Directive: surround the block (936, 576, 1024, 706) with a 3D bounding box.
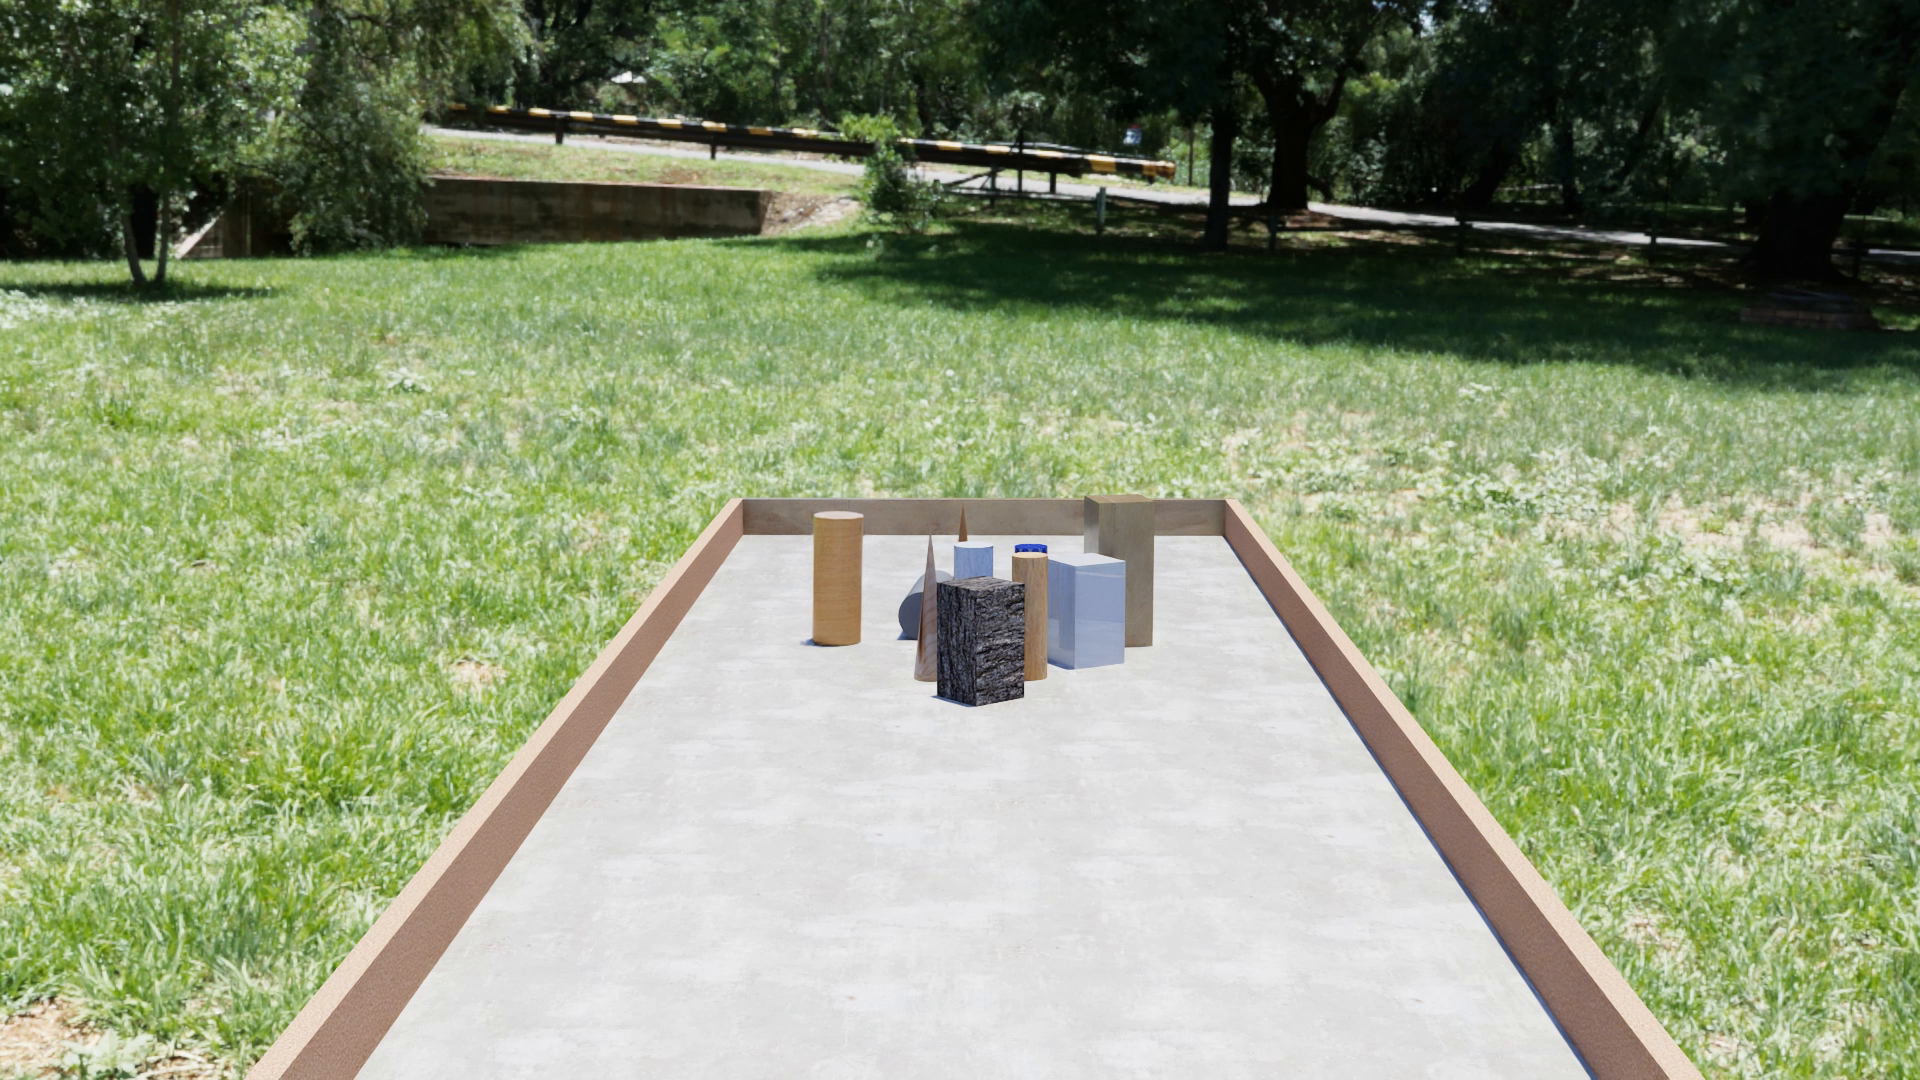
[{"bbox_3d":[0.058,0.282,6.189,0.175,0.326,0.175,-7,12,-39],"label":"block"}]

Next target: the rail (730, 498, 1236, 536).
[{"bbox_3d":[0.099,-0.098,9.147,2.100,0.150,0.050,0,9,1],"label":"rail"}]

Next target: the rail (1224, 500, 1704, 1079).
[{"bbox_3d":[1.046,0.843,3.208,0.050,0.150,12.000,0,9,1],"label":"rail"}]

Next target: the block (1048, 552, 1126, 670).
[{"bbox_3d":[0.376,0.213,6.662,0.179,0.313,0.179,-5,10,-29],"label":"block"}]

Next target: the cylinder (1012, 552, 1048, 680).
[{"bbox_3d":[0.204,0.223,6.438,0.105,0.364,0.105,0,9,0],"label":"cylinder"}]

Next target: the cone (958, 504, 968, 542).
[{"bbox_3d":[0.009,0.097,6.982,0.111,0.442,0.111,0,9,0],"label":"cone"}]

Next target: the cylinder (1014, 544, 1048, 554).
[{"bbox_3d":[0.223,0.173,6.930,0.104,0.310,0.104,0,9,0],"label":"cylinder"}]

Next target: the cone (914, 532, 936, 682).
[{"bbox_3d":[-0.086,0.183,6.417,0.102,0.451,0.102,0,9,0],"label":"cone"}]

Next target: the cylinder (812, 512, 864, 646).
[{"bbox_3d":[-0.387,0.121,6.946,0.156,0.403,0.156,1,9,0],"label":"cylinder"}]

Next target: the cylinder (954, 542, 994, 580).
[{"bbox_3d":[0.041,0.189,6.680,0.120,0.356,0.120,0,9,0],"label":"cylinder"}]

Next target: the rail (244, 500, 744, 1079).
[{"bbox_3d":[-1.004,0.839,3.234,0.050,0.150,12.000,0,9,1],"label":"rail"}]

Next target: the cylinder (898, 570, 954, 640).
[{"bbox_3d":[-0.098,0.210,7.184,0.157,0.157,0.414,1,9,6],"label":"cylinder"}]

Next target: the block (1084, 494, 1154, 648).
[{"bbox_3d":[0.500,0.096,6.938,0.179,0.459,0.179,-2,9,-11],"label":"block"}]
